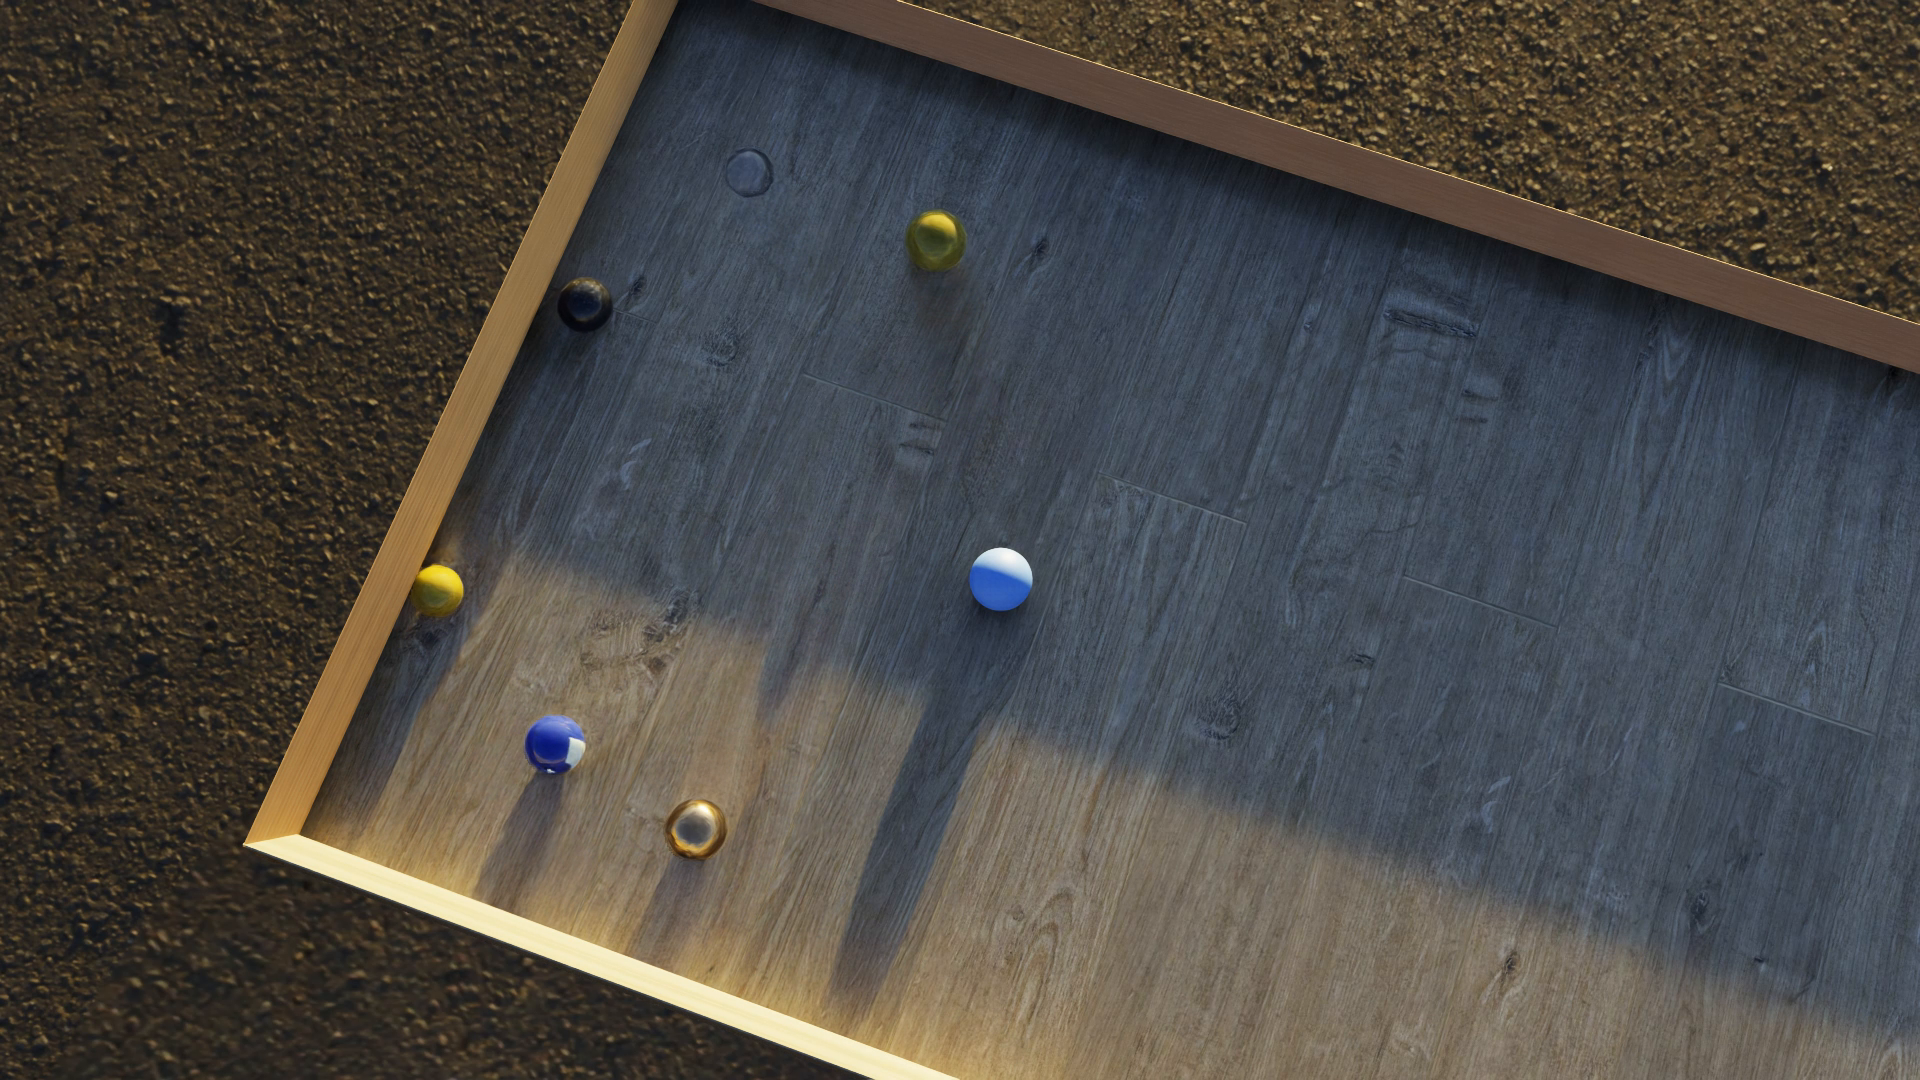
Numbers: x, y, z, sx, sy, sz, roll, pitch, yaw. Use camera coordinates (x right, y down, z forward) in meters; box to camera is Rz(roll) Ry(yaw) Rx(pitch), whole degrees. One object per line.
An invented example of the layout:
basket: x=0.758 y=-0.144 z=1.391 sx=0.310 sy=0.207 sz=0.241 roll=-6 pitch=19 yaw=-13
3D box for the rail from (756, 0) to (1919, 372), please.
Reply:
rail: x=1.022 y=-0.450 z=3.507 sx=3.214 sy=0.129 sz=0.045 roll=19 pitch=73 yaw=6

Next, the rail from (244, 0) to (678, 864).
rail: x=-0.734 y=-0.258 z=3.446 sx=0.045 sy=0.129 sz=1.617 roll=19 pitch=73 yaw=6

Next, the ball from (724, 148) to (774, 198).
ball: x=-0.343 y=-0.598 z=3.580 sx=0.082 sy=0.082 sz=0.082 roll=0 pitch=72 yaw=0

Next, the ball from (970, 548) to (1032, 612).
ball: x=0.062 y=0.060 z=3.362 sx=0.097 sy=0.097 sz=0.097 roll=0 pitch=72 yaw=0

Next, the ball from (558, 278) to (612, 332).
ball: x=-0.598 y=-0.374 z=3.506 sx=0.087 sy=0.087 sz=0.087 roll=0 pitch=72 yaw=0

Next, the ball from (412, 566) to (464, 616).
ball: x=-0.800 y=0.078 z=3.366 sx=0.078 sy=0.078 sz=0.078 roll=0 pitch=72 yaw=0

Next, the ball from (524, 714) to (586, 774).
ball: x=-0.605 y=0.305 z=3.288 sx=0.089 sy=0.089 sz=0.089 roll=0 pitch=72 yaw=0

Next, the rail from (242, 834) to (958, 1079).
rail: x=0.490 y=0.956 z=3.057 sx=3.214 sy=0.129 sz=0.045 roll=19 pitch=73 yaw=6

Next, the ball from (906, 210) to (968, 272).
ball: x=-0.038 y=-0.480 z=3.534 sx=0.099 sy=0.099 sz=0.099 roll=0 pitch=72 yaw=0

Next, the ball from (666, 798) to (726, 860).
ball: x=-0.389 y=0.427 z=3.248 sx=0.090 sy=0.090 sz=0.090 roll=0 pitch=72 yaw=0
